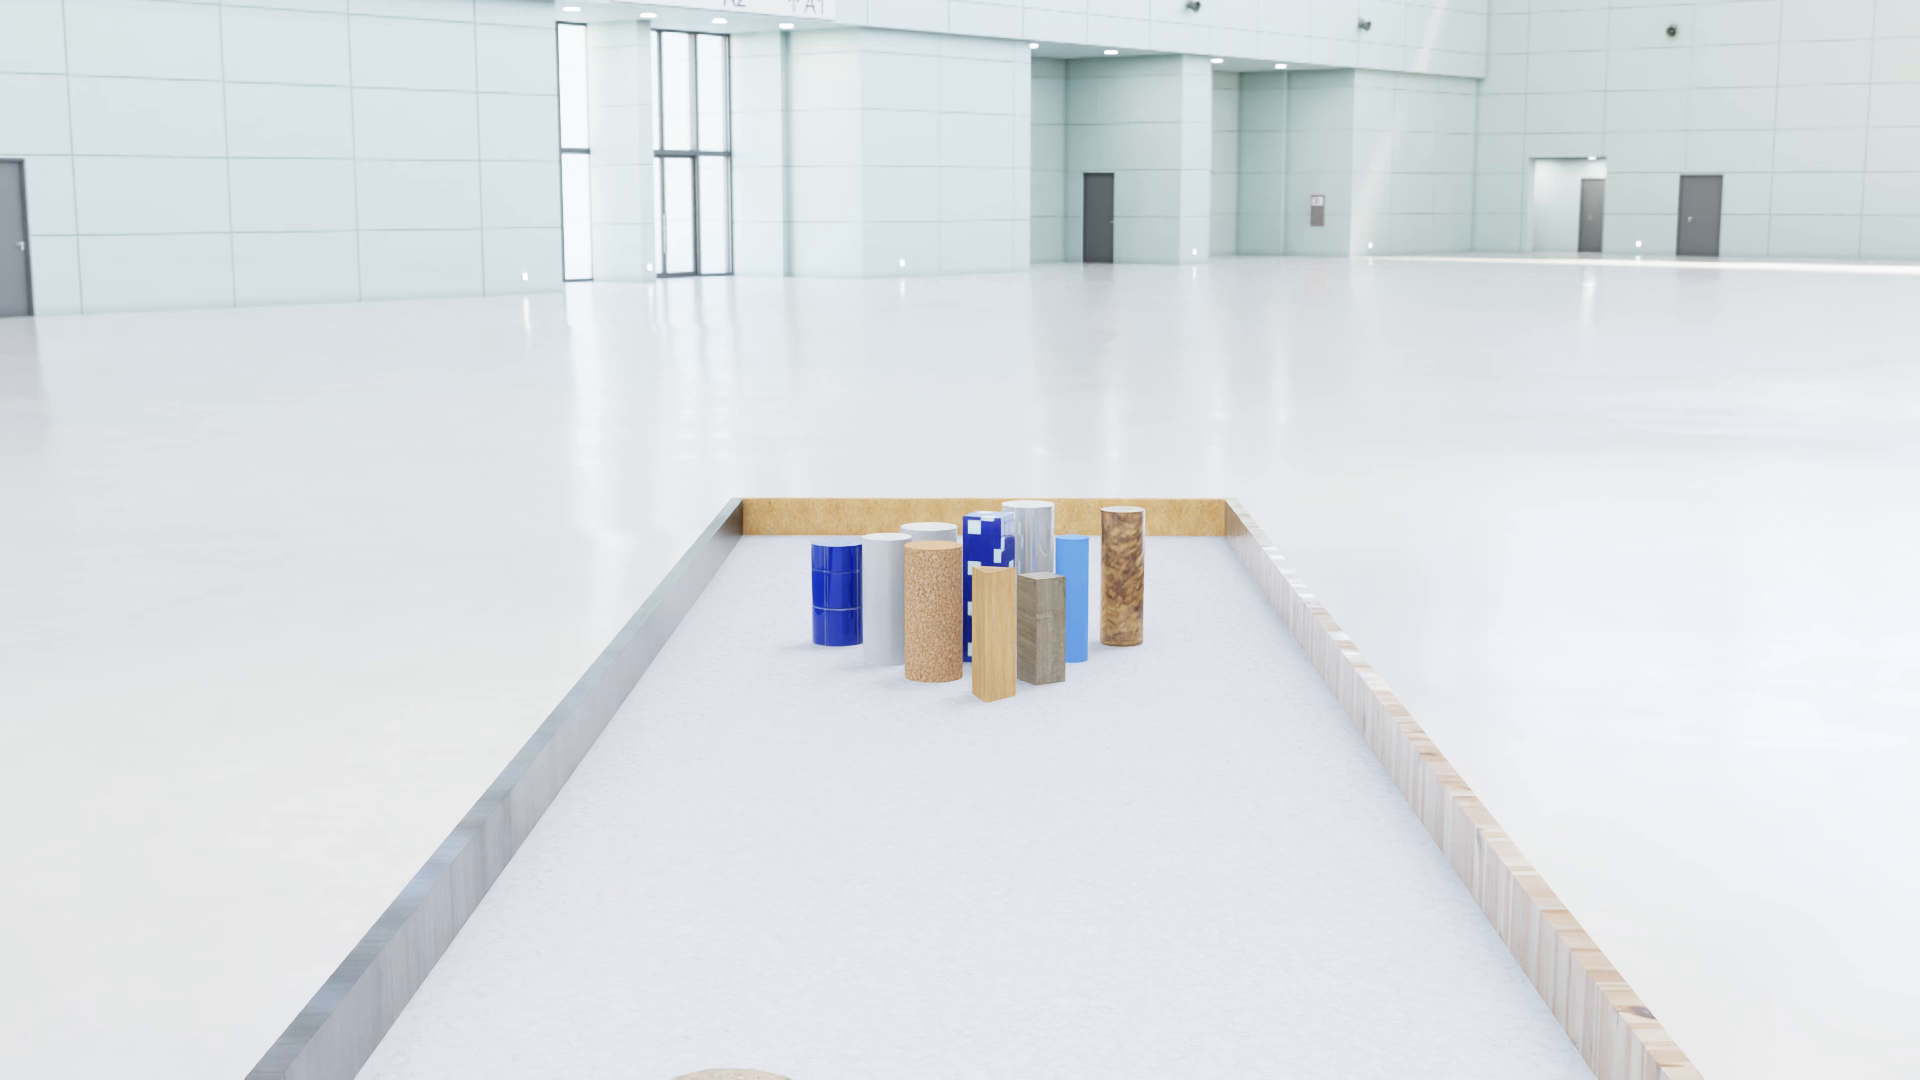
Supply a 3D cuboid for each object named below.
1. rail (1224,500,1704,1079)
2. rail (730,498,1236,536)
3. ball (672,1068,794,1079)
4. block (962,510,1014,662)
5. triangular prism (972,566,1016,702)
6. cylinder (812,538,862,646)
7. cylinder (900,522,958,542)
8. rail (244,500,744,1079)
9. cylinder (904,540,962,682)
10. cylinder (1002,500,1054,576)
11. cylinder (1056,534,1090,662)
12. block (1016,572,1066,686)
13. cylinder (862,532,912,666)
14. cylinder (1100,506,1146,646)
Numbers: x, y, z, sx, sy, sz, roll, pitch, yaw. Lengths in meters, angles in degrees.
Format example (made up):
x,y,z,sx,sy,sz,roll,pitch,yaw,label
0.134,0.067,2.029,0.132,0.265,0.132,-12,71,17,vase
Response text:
x,y,z,sx,sy,sz,roll,pitch,yaw,label
1.046,0.843,3.208,0.050,0.150,12.000,0,9,1,rail
0.099,-0.098,9.147,2.100,0.150,0.050,0,9,1,rail
-0.270,0.820,2.569,0.397,0.397,0.397,0,9,0,ball
0.087,0.143,6.679,0.123,0.447,0.123,3,10,20,block
0.076,0.260,6.195,0.107,0.367,0.124,8,12,42,triangular prism
-0.386,0.164,6.956,0.168,0.318,0.168,0,9,0,cylinder
-0.098,0.142,6.923,0.180,0.373,0.180,0,9,0,cylinder
-1.004,0.839,3.234,0.050,0.150,12.000,0,9,1,rail
-0.077,0.208,6.445,0.170,0.392,0.170,0,9,0,cylinder
0.214,0.105,6.941,0.168,0.441,0.168,0,9,0,cylinder
0.340,0.177,6.683,0.103,0.378,0.103,0,9,0,cylinder
0.236,0.256,6.402,0.103,0.310,0.103,-5,11,-31,block
-0.220,0.178,6.666,0.151,0.382,0.151,0,9,0,cylinder
0.512,0.114,6.934,0.139,0.425,0.139,0,9,0,cylinder
